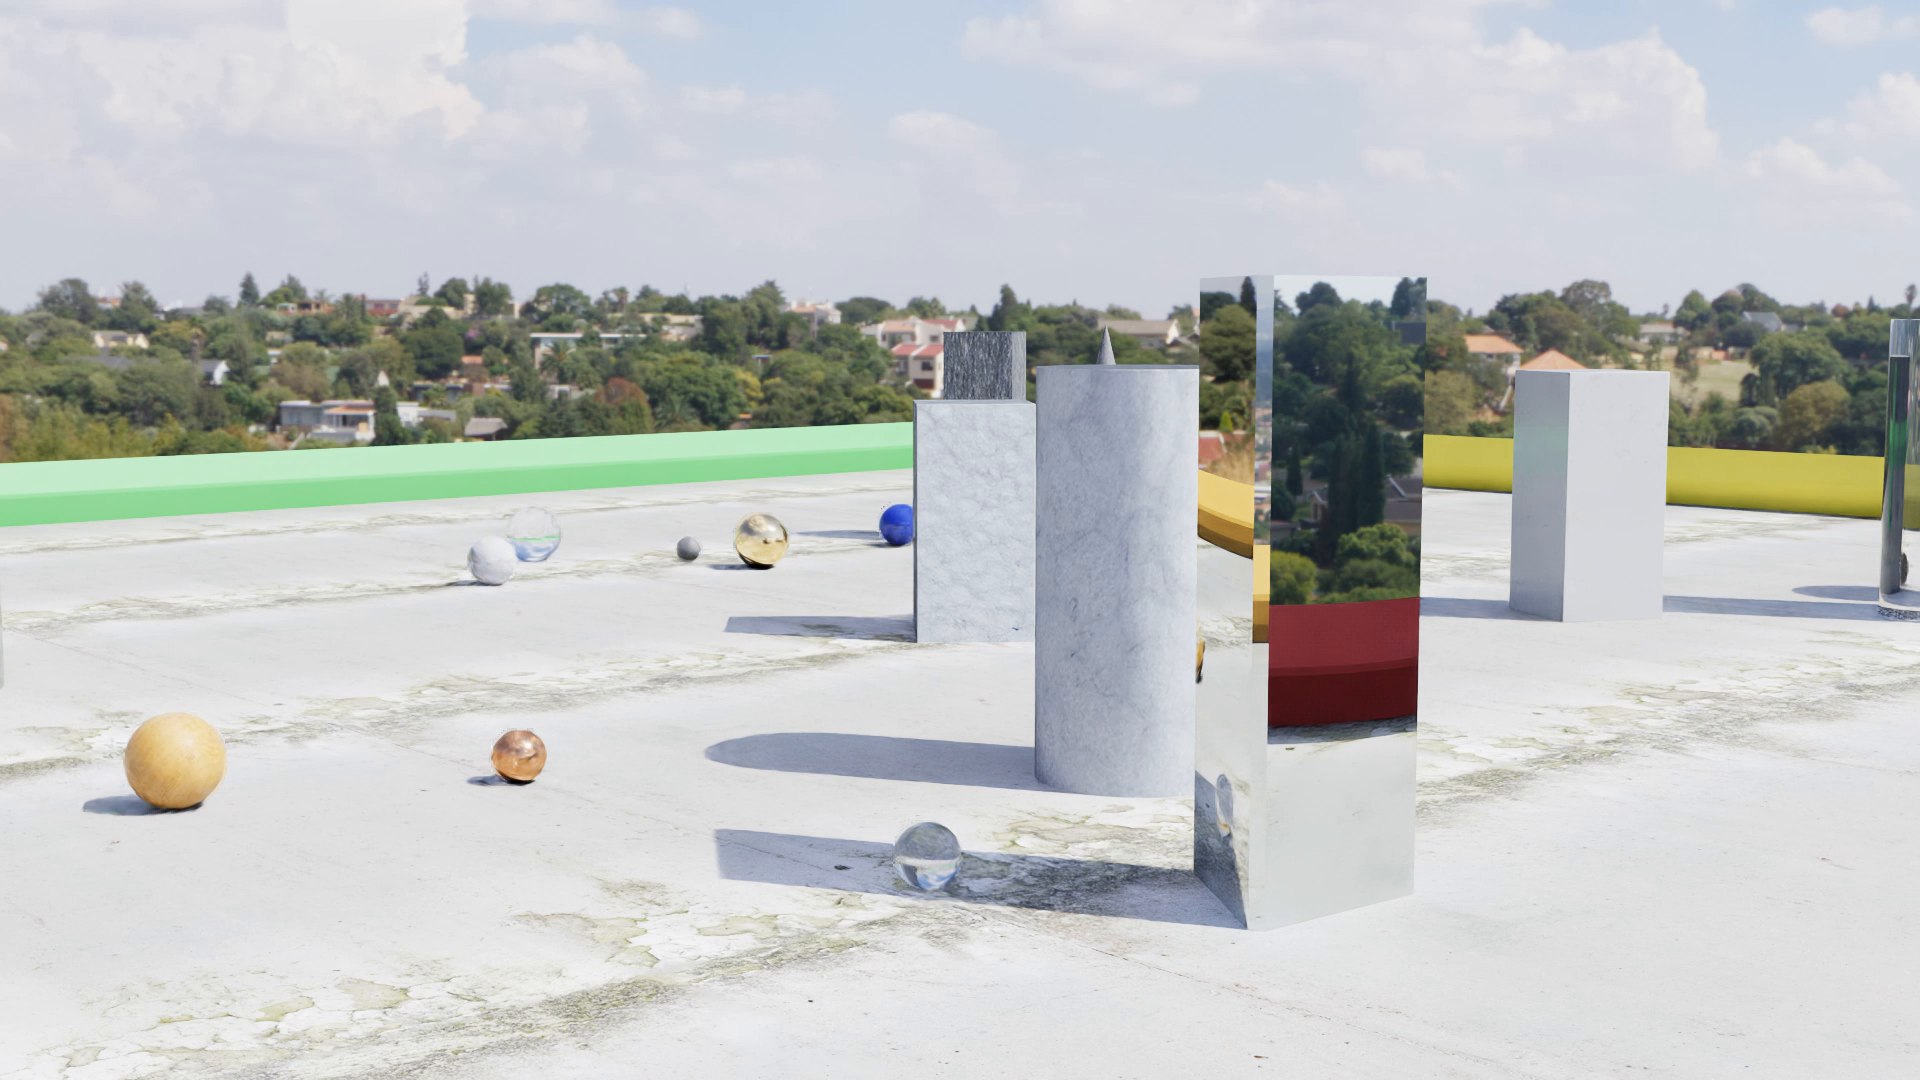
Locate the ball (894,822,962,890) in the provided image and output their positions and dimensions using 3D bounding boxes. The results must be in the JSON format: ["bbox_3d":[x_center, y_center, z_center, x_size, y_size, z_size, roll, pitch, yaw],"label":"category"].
[{"bbox_3d":[-0.025,0.243,1.694,0.053,0.053,0.053,0,6,0],"label":"ball"}]

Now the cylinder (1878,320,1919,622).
[{"bbox_3d":[1.451,-0.104,3.198,0.198,0.431,0.198,0,6,0],"label":"cylinder"}]

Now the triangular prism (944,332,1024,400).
[{"bbox_3d":[0.081,-0.203,4.282,0.171,0.404,0.148,5,8,37],"label":"triangular prism"}]

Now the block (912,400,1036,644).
[{"bbox_3d":[0.017,-0.029,3.021,0.158,0.320,0.158,0,6,-3],"label":"block"}]

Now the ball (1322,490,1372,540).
[{"bbox_3d":[0.757,-0.049,4.297,0.095,0.095,0.095,0,6,0],"label":"ball"}]

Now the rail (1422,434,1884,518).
[{"bbox_3d":[1.763,-0.135,4.950,0.045,0.129,4.465,-5,8,-42],"label":"rail"}]

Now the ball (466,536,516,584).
[{"bbox_3d":[-0.763,0.033,3.582,0.079,0.079,0.079,0,6,0],"label":"ball"}]

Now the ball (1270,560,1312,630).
[{"bbox_3d":[0.438,0.078,3.040,0.098,0.098,0.098,0,6,0],"label":"ball"}]

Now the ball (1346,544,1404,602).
[{"bbox_3d":[0.637,0.050,3.379,0.089,0.089,0.089,0,6,0],"label":"ball"}]

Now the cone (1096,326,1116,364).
[{"bbox_3d":[0.317,-0.264,4.791,0.198,0.419,0.198,0,6,0],"label":"cone"}]

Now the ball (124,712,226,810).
[{"bbox_3d":[-0.703,0.198,1.971,0.087,0.087,0.087,0,6,0],"label":"ball"}]

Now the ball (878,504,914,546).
[{"bbox_3d":[-0.113,-0.029,4.174,0.081,0.081,0.081,0,6,0],"label":"ball"}]

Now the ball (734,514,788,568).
[{"bbox_3d":[-0.344,0.002,3.810,0.095,0.095,0.095,0,6,0],"label":"ball"}]

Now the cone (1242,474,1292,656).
[{"bbox_3d":[0.346,-0.036,2.928,0.198,0.353,0.198,0,6,0],"label":"cone"}]

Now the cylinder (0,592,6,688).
[{"bbox_3d":[-1.233,0.012,2.575,0.198,0.330,0.198,0,6,0],"label":"cylinder"}]

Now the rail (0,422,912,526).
[{"bbox_3d":[-1.498,-0.135,4.946,4.844,0.129,0.045,-5,8,-42],"label":"rail"}]

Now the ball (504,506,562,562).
[{"bbox_3d":[-0.756,-0.009,3.895,0.099,0.099,0.099,0,6,0],"label":"ball"}]

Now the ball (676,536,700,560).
[{"bbox_3d":[-0.485,0.016,3.924,0.043,0.043,0.043,0,6,0],"label":"ball"}]

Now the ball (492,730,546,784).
[{"bbox_3d":[-0.416,0.204,2.079,0.051,0.051,0.051,0,6,0],"label":"ball"}]

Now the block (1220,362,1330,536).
[{"bbox_3d":[0.637,-0.189,4.465,0.158,0.338,0.158,-4,7,-35],"label":"block"}]

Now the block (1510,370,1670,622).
[{"bbox_3d":[0.921,-0.069,3.226,0.158,0.357,0.158,-2,6,-14],"label":"block"}]

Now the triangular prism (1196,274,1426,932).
[{"bbox_3d":[0.234,0.037,1.669,0.171,0.469,0.148,-5,8,-38],"label":"triangular prism"}]

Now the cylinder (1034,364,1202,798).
[{"bbox_3d":[0.170,0.032,2.092,0.198,0.392,0.198,0,6,0],"label":"cylinder"}]
